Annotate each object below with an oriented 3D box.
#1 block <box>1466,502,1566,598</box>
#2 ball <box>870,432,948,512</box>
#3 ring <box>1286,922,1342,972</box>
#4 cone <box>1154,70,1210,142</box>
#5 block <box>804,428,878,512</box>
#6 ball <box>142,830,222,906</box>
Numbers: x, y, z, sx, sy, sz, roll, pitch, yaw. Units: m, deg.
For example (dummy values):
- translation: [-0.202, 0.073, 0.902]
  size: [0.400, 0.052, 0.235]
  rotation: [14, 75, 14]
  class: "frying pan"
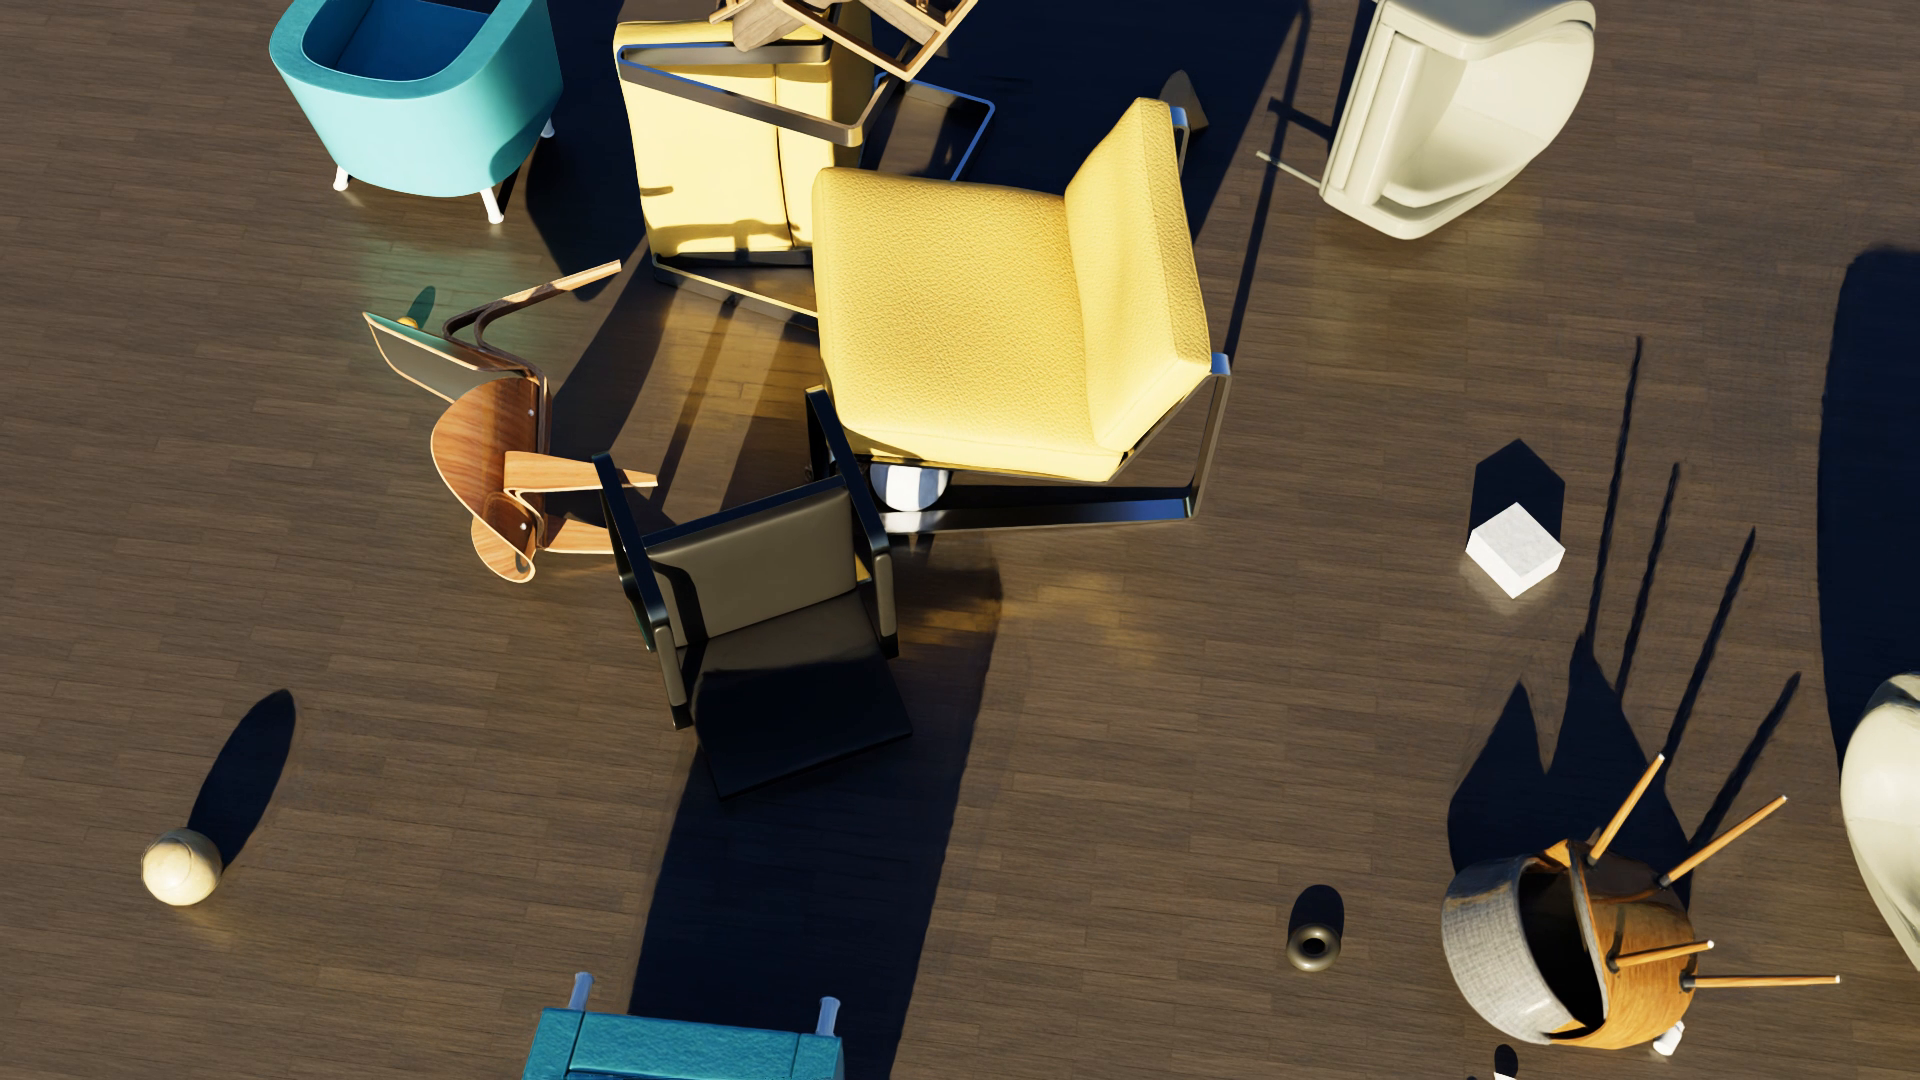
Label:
- translation: [1.637, 0.030, 6.488]
  size: [0.177, 0.110, 0.205]
  rotation: [-30, 61, -19]
  class: "block"
- translation: [-0.151, -0.203, 6.568]
  size: [0.236, 0.236, 0.236]
  rotation: [0, 56, 0]
  class: "ball"
- translation: [0.936, 1.077, 5.821]
  size: [0.153, 0.051, 0.133]
  rotation: [-25, 59, -17]
  class: "ring"
- translation: [0.786, -1.447, 7.492]
  size: [0.162, 0.206, 0.285]
  rotation: [21, 55, -26]
  class: "cone"
- translation: [-0.351, -0.213, 6.651]
  size: [0.163, 0.110, 0.174]
  rotation: [27, 60, 17]
  class: "block"
- translation: [-2.073, 0.874, 5.866]
  size: [0.202, 0.202, 0.202]
  rotation: [0, 56, 0]
  class: "ball"
